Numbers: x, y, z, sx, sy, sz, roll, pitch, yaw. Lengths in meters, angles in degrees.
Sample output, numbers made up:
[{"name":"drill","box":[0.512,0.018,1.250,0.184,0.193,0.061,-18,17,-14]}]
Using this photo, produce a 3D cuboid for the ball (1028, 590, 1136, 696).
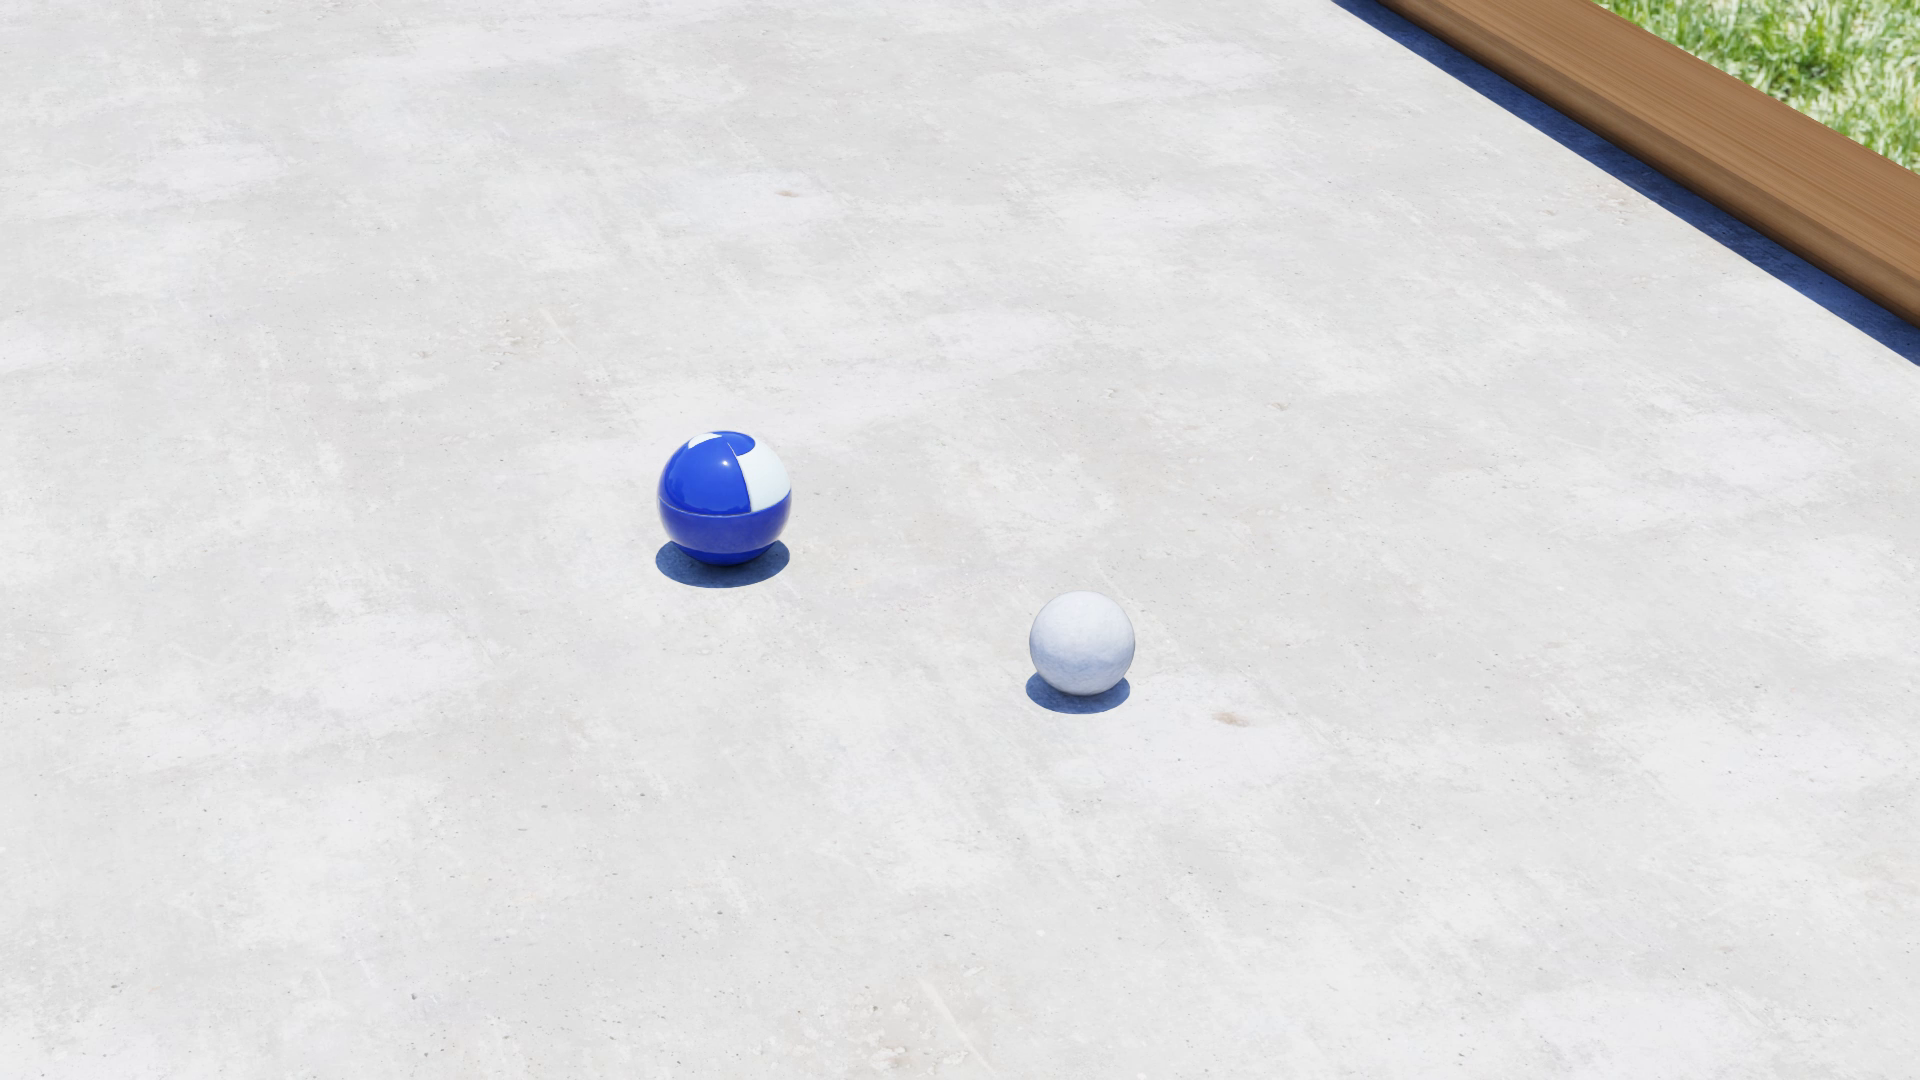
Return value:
[{"name":"ball","box":[0.076,0.064,1.825,0.066,0.066,0.066,0,27,0]}]

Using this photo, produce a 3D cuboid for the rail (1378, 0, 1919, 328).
[{"name":"rail","box":[0.547,-0.490,2.874,0.045,0.119,3.261,-9,28,-17]}]

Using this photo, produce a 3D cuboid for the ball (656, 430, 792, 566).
[{"name":"ball","box":[-0.159,-0.028,1.981,0.092,0.092,0.092,0,27,0]}]
